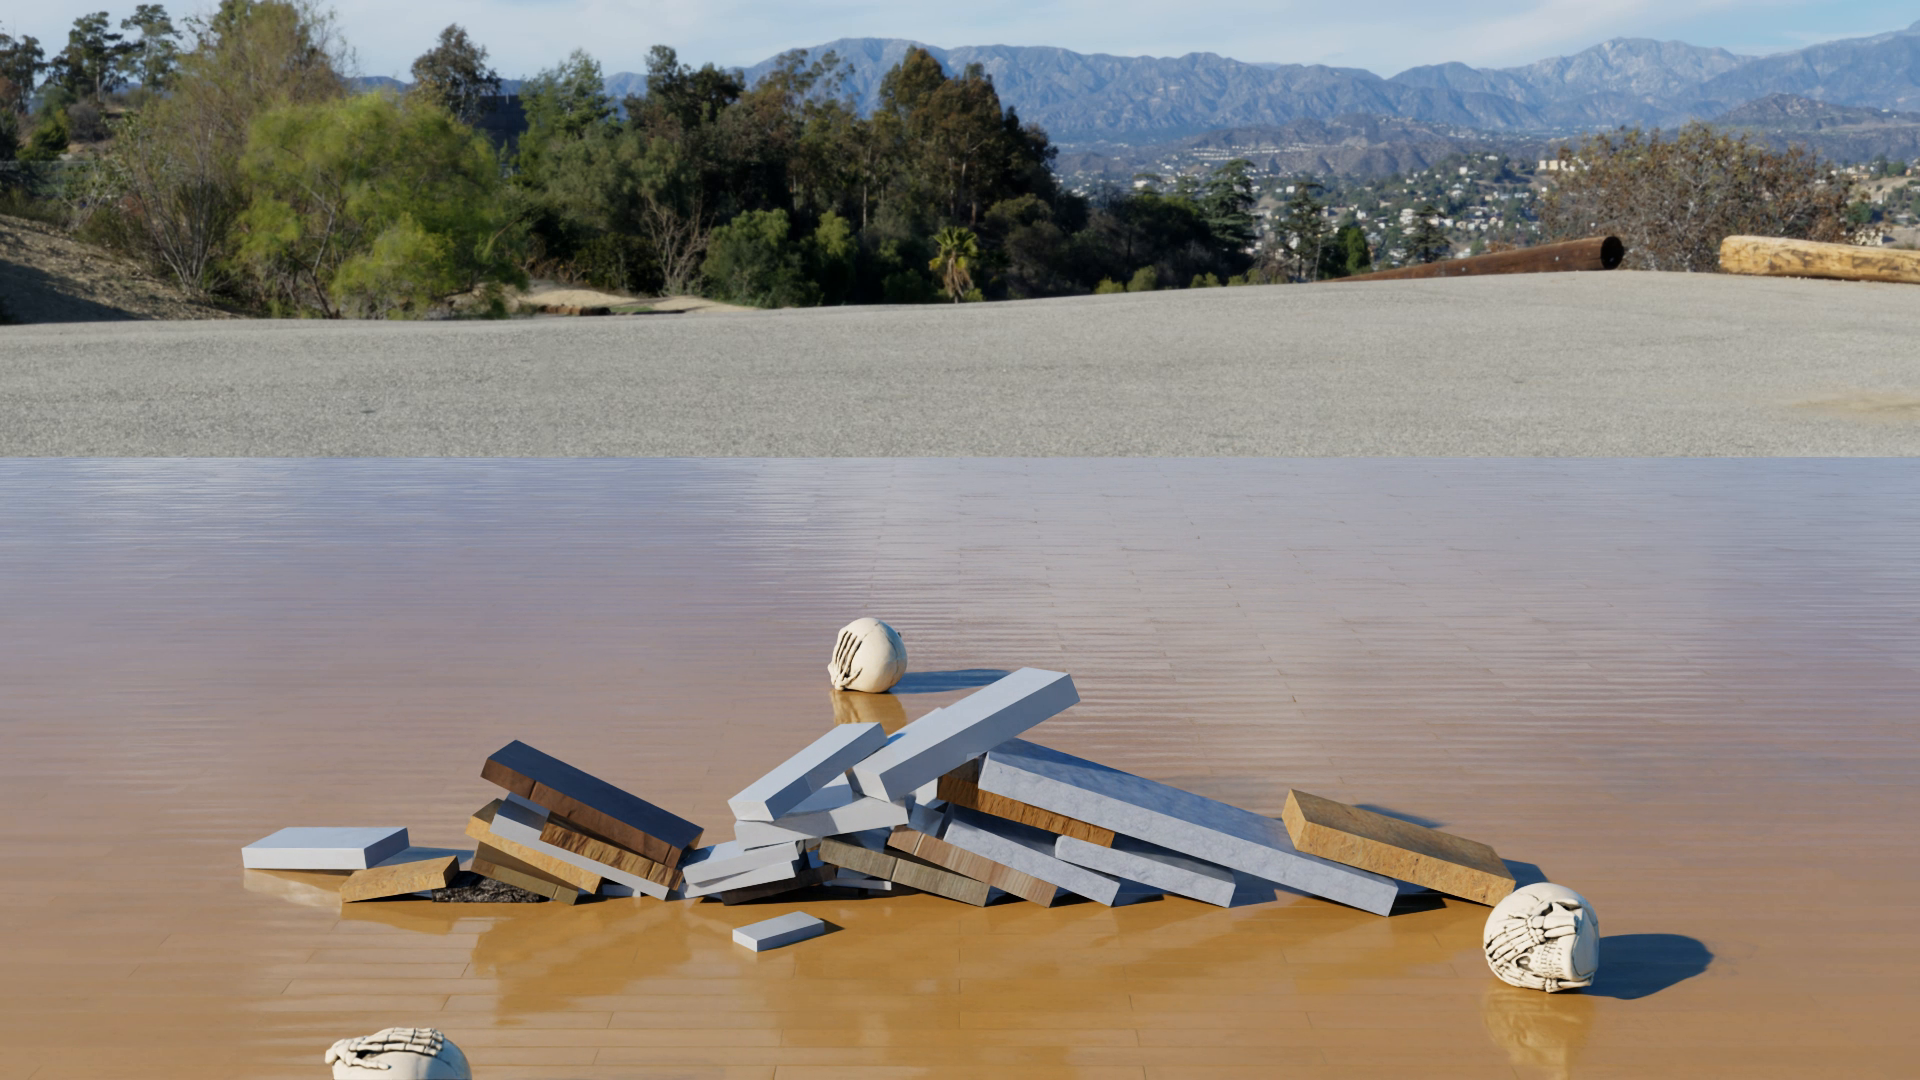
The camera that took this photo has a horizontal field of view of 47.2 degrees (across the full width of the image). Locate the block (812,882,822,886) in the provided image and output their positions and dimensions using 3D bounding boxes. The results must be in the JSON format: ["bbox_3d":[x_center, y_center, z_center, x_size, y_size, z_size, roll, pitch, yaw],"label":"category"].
[{"bbox_3d":[-0.261,0.562,3.689,0.103,0.015,0.051,-7,13,42],"label":"block"}]

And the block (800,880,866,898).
[{"bbox_3d":[-0.211,0.579,3.688,0.103,0.015,0.051,3,11,16],"label":"block"}]

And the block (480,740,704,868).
[{"bbox_3d":[-0.611,0.439,3.667,0.359,0.036,0.126,24,12,6],"label":"block"}]

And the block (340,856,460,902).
[{"bbox_3d":[-0.932,0.564,3.660,0.176,0.025,0.088,-9,10,4],"label":"block"}]

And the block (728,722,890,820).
[{"bbox_3d":[-0.250,0.381,3.629,0.252,0.036,0.126,-33,13,-32],"label":"block"}]

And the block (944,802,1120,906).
[{"bbox_3d":[0.119,0.513,3.661,0.295,0.042,0.148,22,10,-4],"label":"block"}]

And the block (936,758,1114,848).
[{"bbox_3d":[0.109,0.428,3.646,0.295,0.042,0.148,16,10,-3],"label":"block"}]

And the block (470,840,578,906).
[{"bbox_3d":[-0.717,0.548,3.634,0.176,0.025,0.088,21,10,-12],"label":"block"}]

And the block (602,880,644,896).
[{"bbox_3d":[-0.552,0.571,3.720,0.065,0.018,0.131,2,11,9],"label":"block"}]

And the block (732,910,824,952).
[{"bbox_3d":[-0.286,0.617,3.472,0.131,0.018,0.065,-9,14,-40],"label":"block"}]

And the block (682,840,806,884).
[{"bbox_3d":[-0.355,0.519,3.626,0.191,0.027,0.095,-14,10,5],"label":"block"}]

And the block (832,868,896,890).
[{"bbox_3d":[-0.158,0.566,3.678,0.103,0.015,0.051,3,11,13],"label":"block"}]

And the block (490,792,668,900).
[{"bbox_3d":[-0.623,0.508,3.672,0.308,0.034,0.120,22,12,-4],"label":"block"}]

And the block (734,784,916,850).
[{"bbox_3d":[-0.220,0.449,3.643,0.284,0.040,0.142,-10,10,6],"label":"block"}]

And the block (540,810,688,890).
[{"bbox_3d":[-0.569,0.501,3.640,0.239,0.034,0.120,22,12,-7],"label":"block"}]

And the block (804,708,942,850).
[{"bbox_3d":[-0.155,0.429,3.978,0.356,0.050,0.178,-29,15,-12],"label":"block"}]

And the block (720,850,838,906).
[{"bbox_3d":[-0.297,0.556,3.649,0.191,0.027,0.095,-14,10,3],"label":"block"}]

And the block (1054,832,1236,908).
[{"bbox_3d":[0.305,0.528,3.664,0.295,0.042,0.148,16,10,-2],"label":"block"}]

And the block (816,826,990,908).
[{"bbox_3d":[-0.091,0.530,3.665,0.284,0.040,0.142,16,10,-2],"label":"block"}]

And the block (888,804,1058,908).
[{"bbox_3d":[0.022,0.518,3.659,0.284,0.040,0.142,22,10,-3],"label":"block"}]

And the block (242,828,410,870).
[{"bbox_3d":[-1.097,0.532,3.805,0.252,0.036,0.126,-3,9,21],"label":"block"}]

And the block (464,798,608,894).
[{"bbox_3d":[-0.697,0.512,3.692,0.239,0.034,0.120,24,10,5],"label":"block"}]

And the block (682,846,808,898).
[{"bbox_3d":[-0.355,0.545,3.637,0.191,0.027,0.095,-13,10,11],"label":"block"}]

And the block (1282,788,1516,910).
[{"bbox_3d":[0.727,0.514,3.668,0.360,0.051,0.180,16,10,-2],"label":"block"}]

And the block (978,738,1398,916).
[{"bbox_3d":[0.370,0.464,3.626,0.697,0.051,0.180,18,10,-3],"label":"block"}]

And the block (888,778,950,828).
[{"bbox_3d":[-0.109,0.473,3.956,0.180,0.051,0.360,-28,14,-6],"label":"block"}]

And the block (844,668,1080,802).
[{"bbox_3d":[0.000,0.318,3.641,0.369,0.050,0.178,-26,10,-21],"label":"block"}]

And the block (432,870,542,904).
[{"bbox_3d":[-0.782,0.578,3.666,0.176,0.025,0.088,0,11,1],"label":"block"}]
